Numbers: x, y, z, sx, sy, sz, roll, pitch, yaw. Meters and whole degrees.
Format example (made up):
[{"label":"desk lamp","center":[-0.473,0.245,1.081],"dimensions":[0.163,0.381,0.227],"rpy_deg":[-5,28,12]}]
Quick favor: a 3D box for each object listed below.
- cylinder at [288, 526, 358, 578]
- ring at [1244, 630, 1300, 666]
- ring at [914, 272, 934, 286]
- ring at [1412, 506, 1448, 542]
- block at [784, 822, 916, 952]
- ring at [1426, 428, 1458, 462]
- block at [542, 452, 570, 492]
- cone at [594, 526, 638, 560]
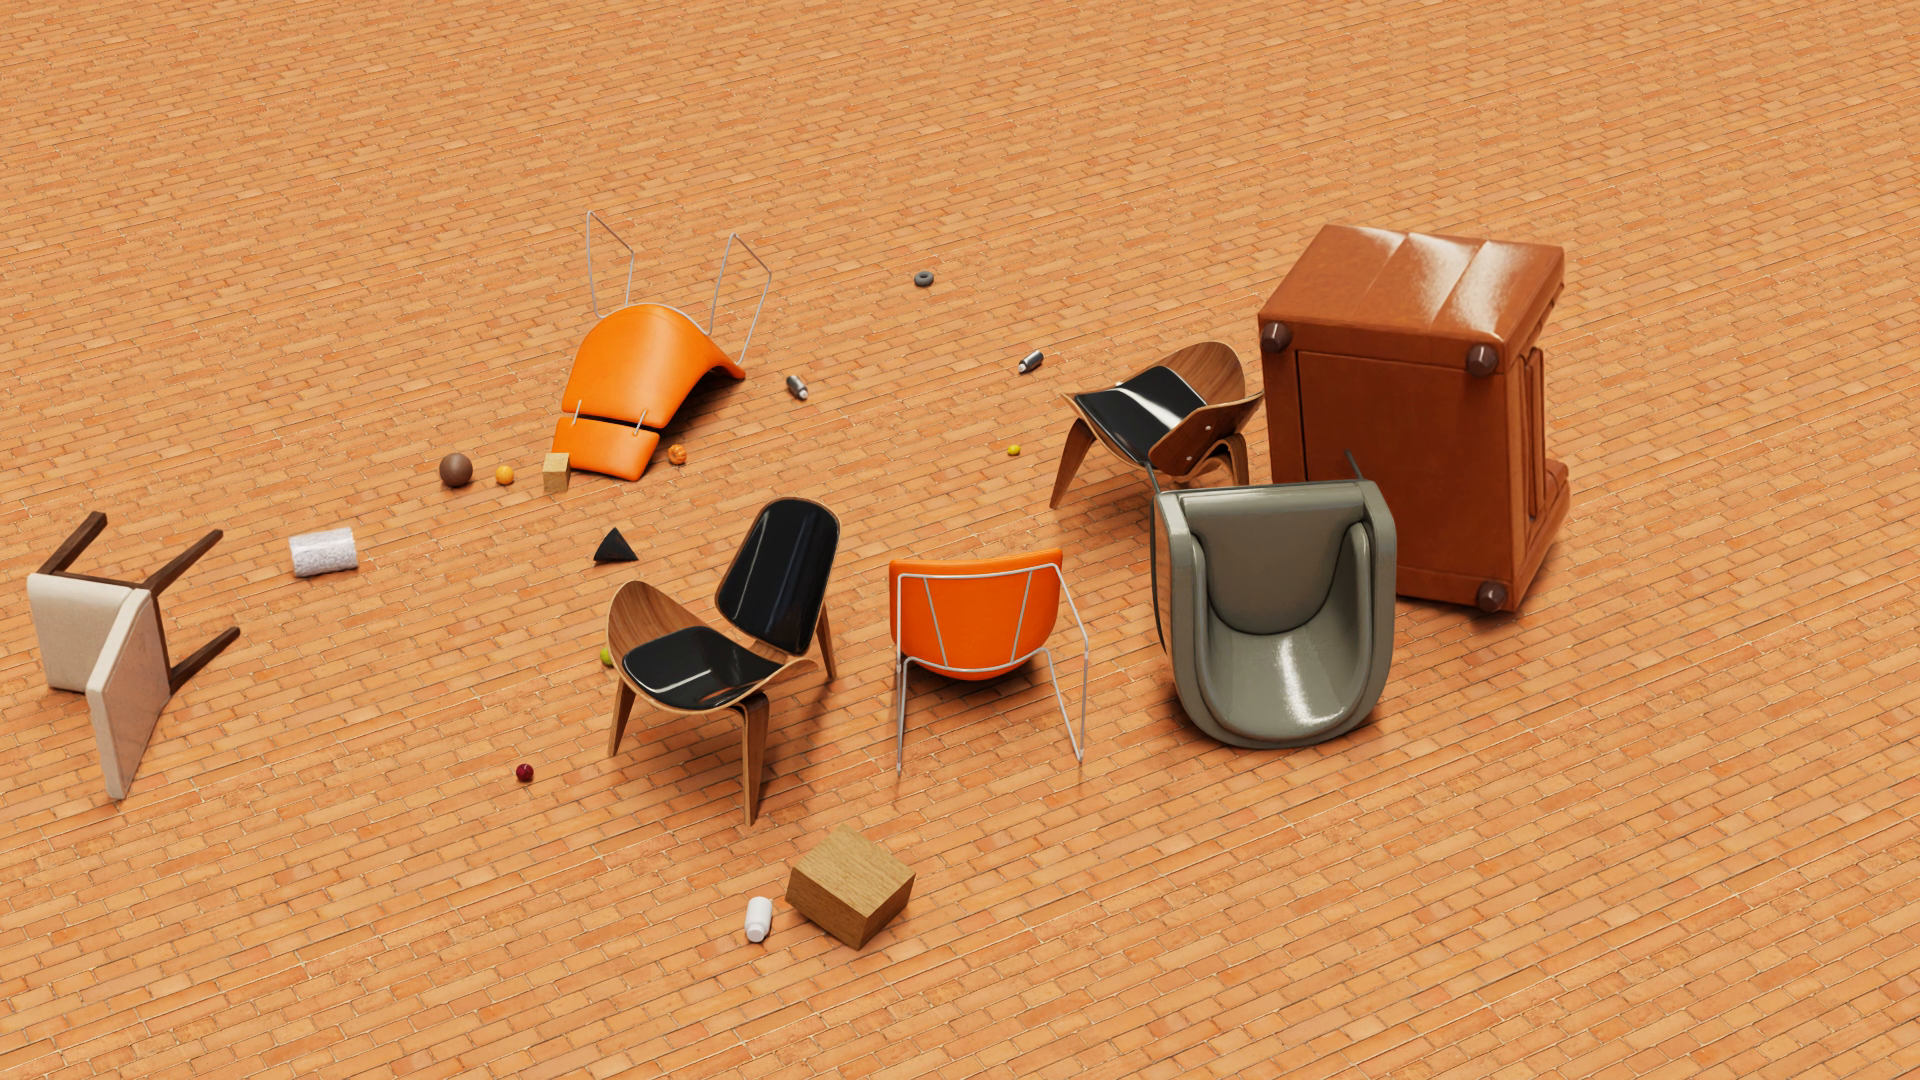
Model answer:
[{"label":"cylinder","center":[-2.338,0.044,10.760],"dimensions":[0.225,0.127,0.169],"rpy_deg":[-10,49,-15]},{"label":"ring","center":[1.095,0.380,10.320],"dimensions":[0.200,0.053,0.171],"rpy_deg":[10,34,13]},{"label":"ring","center":[-0.155,-1.124,12.618],"dimensions":[0.083,0.037,0.107],"rpy_deg":[9,34,16]},{"label":"ring","center":[1.764,-0.061,10.987],"dimensions":[0.095,0.057,0.213],"rpy_deg":[-14,35,-17]},{"label":"block","center":[-0.340,1.076,9.105],"dimensions":[0.289,0.162,0.261],"rpy_deg":[32,43,19]},{"label":"ring","center":[1.880,-0.370,11.456],"dimensions":[0.125,0.056,0.217],"rpy_deg":[7,35,9]},{"label":"block","center":[-1.547,-0.259,11.253],"dimensions":[0.088,0.093,0.134],"rpy_deg":[0,33,0]},{"label":"cone","center":[-1.248,0.045,10.835],"dimensions":[0.144,0.096,0.206],"rpy_deg":[25,36,4]}]
